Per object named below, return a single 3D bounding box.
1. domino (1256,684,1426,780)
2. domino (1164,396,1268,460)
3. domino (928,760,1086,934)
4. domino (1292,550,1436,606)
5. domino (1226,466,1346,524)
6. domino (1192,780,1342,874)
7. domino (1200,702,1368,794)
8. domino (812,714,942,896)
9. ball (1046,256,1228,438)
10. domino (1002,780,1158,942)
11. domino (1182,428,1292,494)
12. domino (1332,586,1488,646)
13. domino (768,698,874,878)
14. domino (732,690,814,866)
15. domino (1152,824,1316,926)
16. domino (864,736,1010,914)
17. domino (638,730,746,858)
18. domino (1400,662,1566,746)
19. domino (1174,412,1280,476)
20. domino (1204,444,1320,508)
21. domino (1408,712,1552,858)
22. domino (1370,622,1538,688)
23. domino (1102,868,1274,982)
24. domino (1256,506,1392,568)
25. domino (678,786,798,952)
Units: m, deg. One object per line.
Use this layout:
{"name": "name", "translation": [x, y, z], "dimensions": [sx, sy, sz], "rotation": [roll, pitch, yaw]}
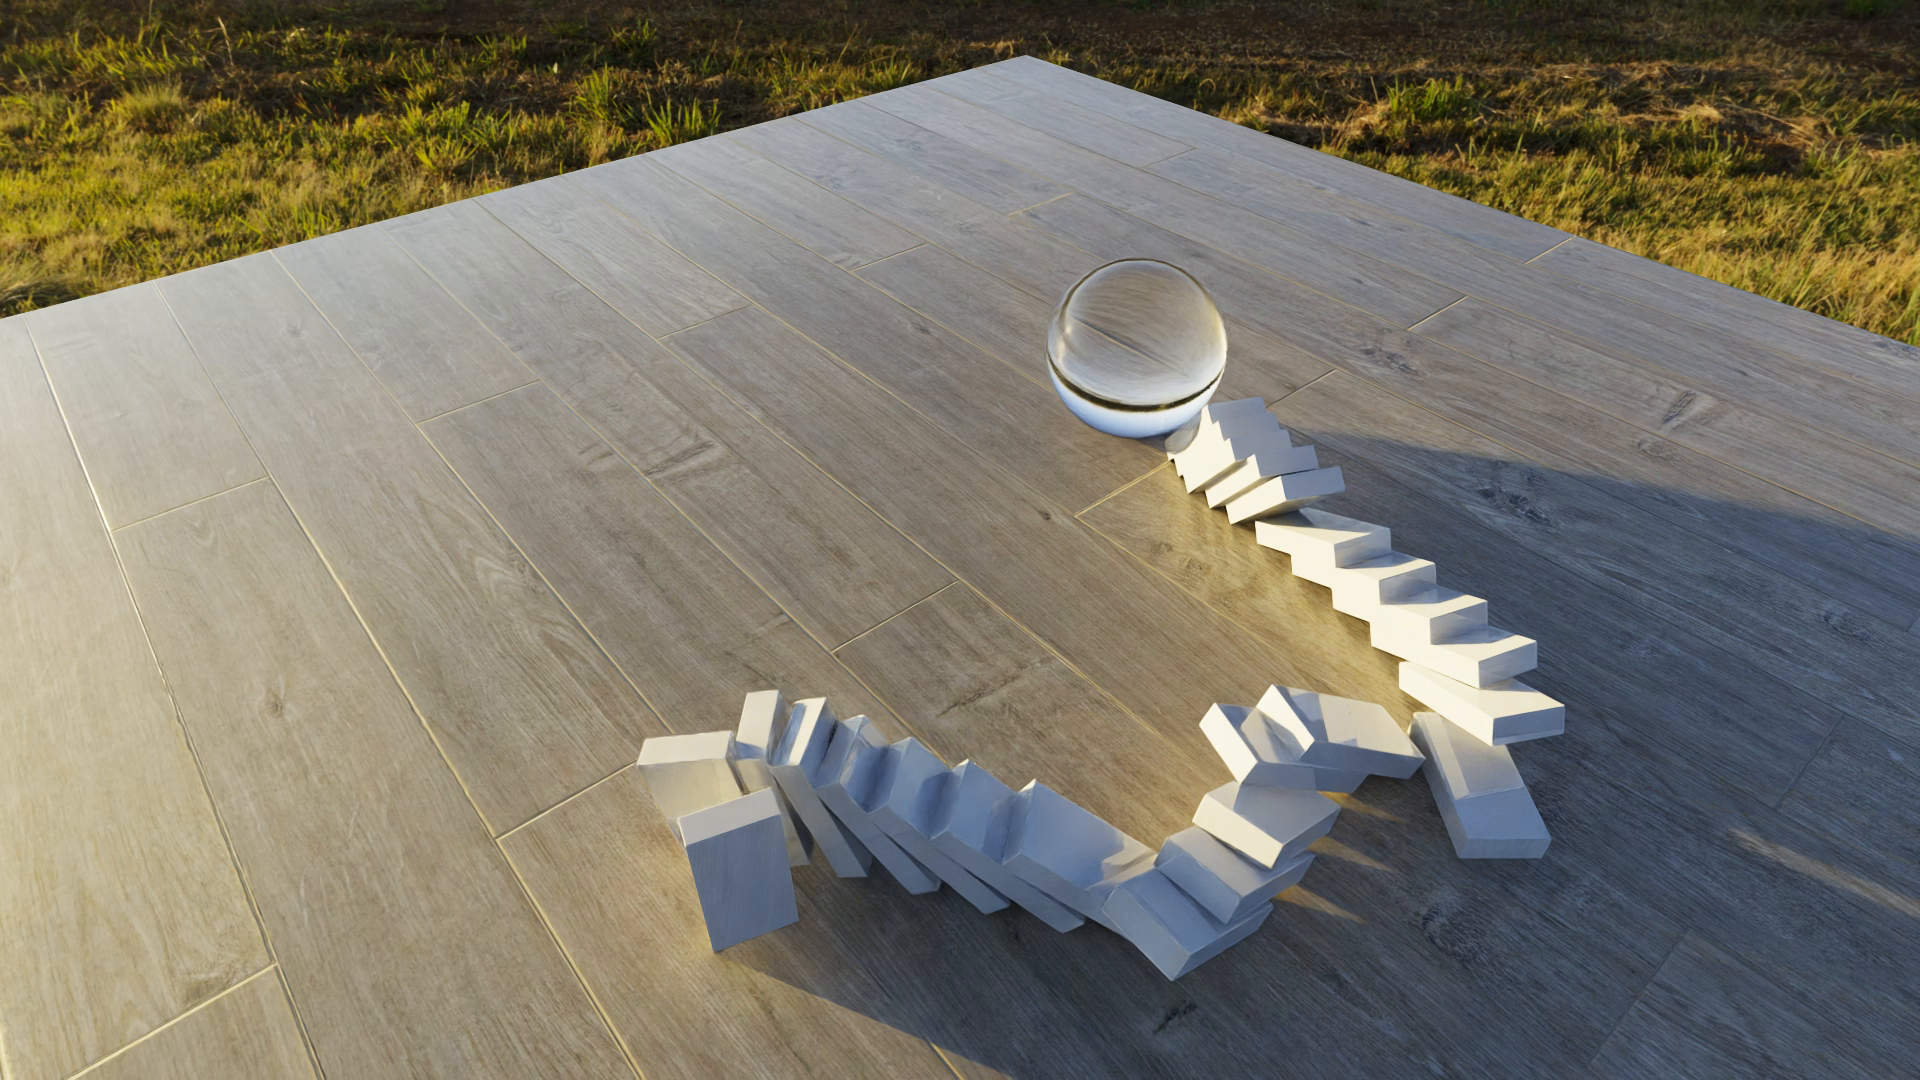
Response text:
{"name": "domino", "translation": [0.122, 0.061, 0.351], "dimensions": [0.050, 0.009, 0.025], "rotation": [13, 29, -28]}
{"name": "domino", "translation": [0.109, -0.047, 0.474], "dimensions": [0.025, 0.050, 0.009], "rotation": [-10, 80, -12]}
{"name": "domino", "translation": [0.016, 0.087, 0.314], "dimensions": [0.050, 0.009, 0.025], "rotation": [38, 39, -15]}
{"name": "domino", "translation": [0.151, 0.011, 0.414], "dimensions": [0.025, 0.010, 0.050], "rotation": [-14, 16, -17]}
{"name": "domino", "translation": [0.128, -0.017, 0.438], "dimensions": [0.025, 0.050, 0.010], "rotation": [-10, 83, -12]}
{"name": "domino", "translation": [0.092, 0.081, 0.326], "dimensions": [0.025, 0.009, 0.050], "rotation": [31, 19, 32]}
{"name": "domino", "translation": [0.102, 0.066, 0.346], "dimensions": [0.050, 0.010, 0.025], "rotation": [11, 30, -30]}
{"name": "domino", "translation": [-0.021, 0.077, 0.320], "dimensions": [0.010, 0.050, 0.025], "rotation": [-21, 30, 29]}
{"name": "ball", "translation": [0.079, -0.085, 0.492], "dimensions": [0.080, 0.080, 0.080], "rotation": [0, 39, 0]}
{"name": "domino", "translation": [0.037, 0.092, 0.311], "dimensions": [0.050, 0.009, 0.025], "rotation": [33, 39, -12]}
{"name": "domino", "translation": [0.114, -0.032, 0.455], "dimensions": [0.025, 0.050, 0.009], "rotation": [-10, 80, -12]}
{"name": "domino", "translation": [0.162, 0.023, 0.398], "dimensions": [0.025, 0.010, 0.050], "rotation": [-14, 16, -18]}
{"name": "domino", "translation": [-0.037, 0.073, 0.322], "dimensions": [0.009, 0.050, 0.025], "rotation": [-8, 36, 21]}
{"name": "domino", "translation": [-0.053, 0.071, 0.324], "dimensions": [0.009, 0.050, 0.025], "rotation": [-6, 39, 7]}
{"name": "domino", "translation": [0.079, 0.091, 0.313], "dimensions": [0.025, 0.009, 0.050], "rotation": [35, 21, 34]}
{"name": "domino", "translation": [-0.003, 0.082, 0.317], "dimensions": [0.010, 0.050, 0.025], "rotation": [-32, 24, 34]}
{"name": "domino", "translation": [-0.071, 0.076, 0.316], "dimensions": [0.025, 0.050, 0.010], "rotation": [-6, 39, 7]}
{"name": "domino", "translation": [0.171, 0.052, 0.364], "dimensions": [0.025, 0.009, 0.050], "rotation": [-8, 15, -9]}
{"name": "domino", "translation": [0.112, -0.040, 0.464], "dimensions": [0.025, 0.050, 0.009], "rotation": [-10, 80, -12]}
{"name": "domino", "translation": [0.121, -0.025, 0.447], "dimensions": [0.025, 0.050, 0.010], "rotation": [-10, 80, -12]}
{"name": "domino", "translation": [0.164, 0.077, 0.349], "dimensions": [0.025, 0.010, 0.050], "rotation": [0, 39, 0]}
{"name": "domino", "translation": [0.171, 0.036, 0.383], "dimensions": [0.025, 0.009, 0.050], "rotation": [-15, 16, -18]}
{"name": "domino", "translation": [0.063, 0.101, 0.301], "dimensions": [0.025, 0.010, 0.050], "rotation": [40, 24, 33]}
{"name": "domino", "translation": [0.140, -0.002, 0.428], "dimensions": [0.025, 0.009, 0.050], "rotation": [-14, 15, -16]}
{"name": "domino", "translation": [-0.060, 0.091, 0.301], "dimensions": [0.025, 0.050, 0.009], "rotation": [-15, 42, -18]}
